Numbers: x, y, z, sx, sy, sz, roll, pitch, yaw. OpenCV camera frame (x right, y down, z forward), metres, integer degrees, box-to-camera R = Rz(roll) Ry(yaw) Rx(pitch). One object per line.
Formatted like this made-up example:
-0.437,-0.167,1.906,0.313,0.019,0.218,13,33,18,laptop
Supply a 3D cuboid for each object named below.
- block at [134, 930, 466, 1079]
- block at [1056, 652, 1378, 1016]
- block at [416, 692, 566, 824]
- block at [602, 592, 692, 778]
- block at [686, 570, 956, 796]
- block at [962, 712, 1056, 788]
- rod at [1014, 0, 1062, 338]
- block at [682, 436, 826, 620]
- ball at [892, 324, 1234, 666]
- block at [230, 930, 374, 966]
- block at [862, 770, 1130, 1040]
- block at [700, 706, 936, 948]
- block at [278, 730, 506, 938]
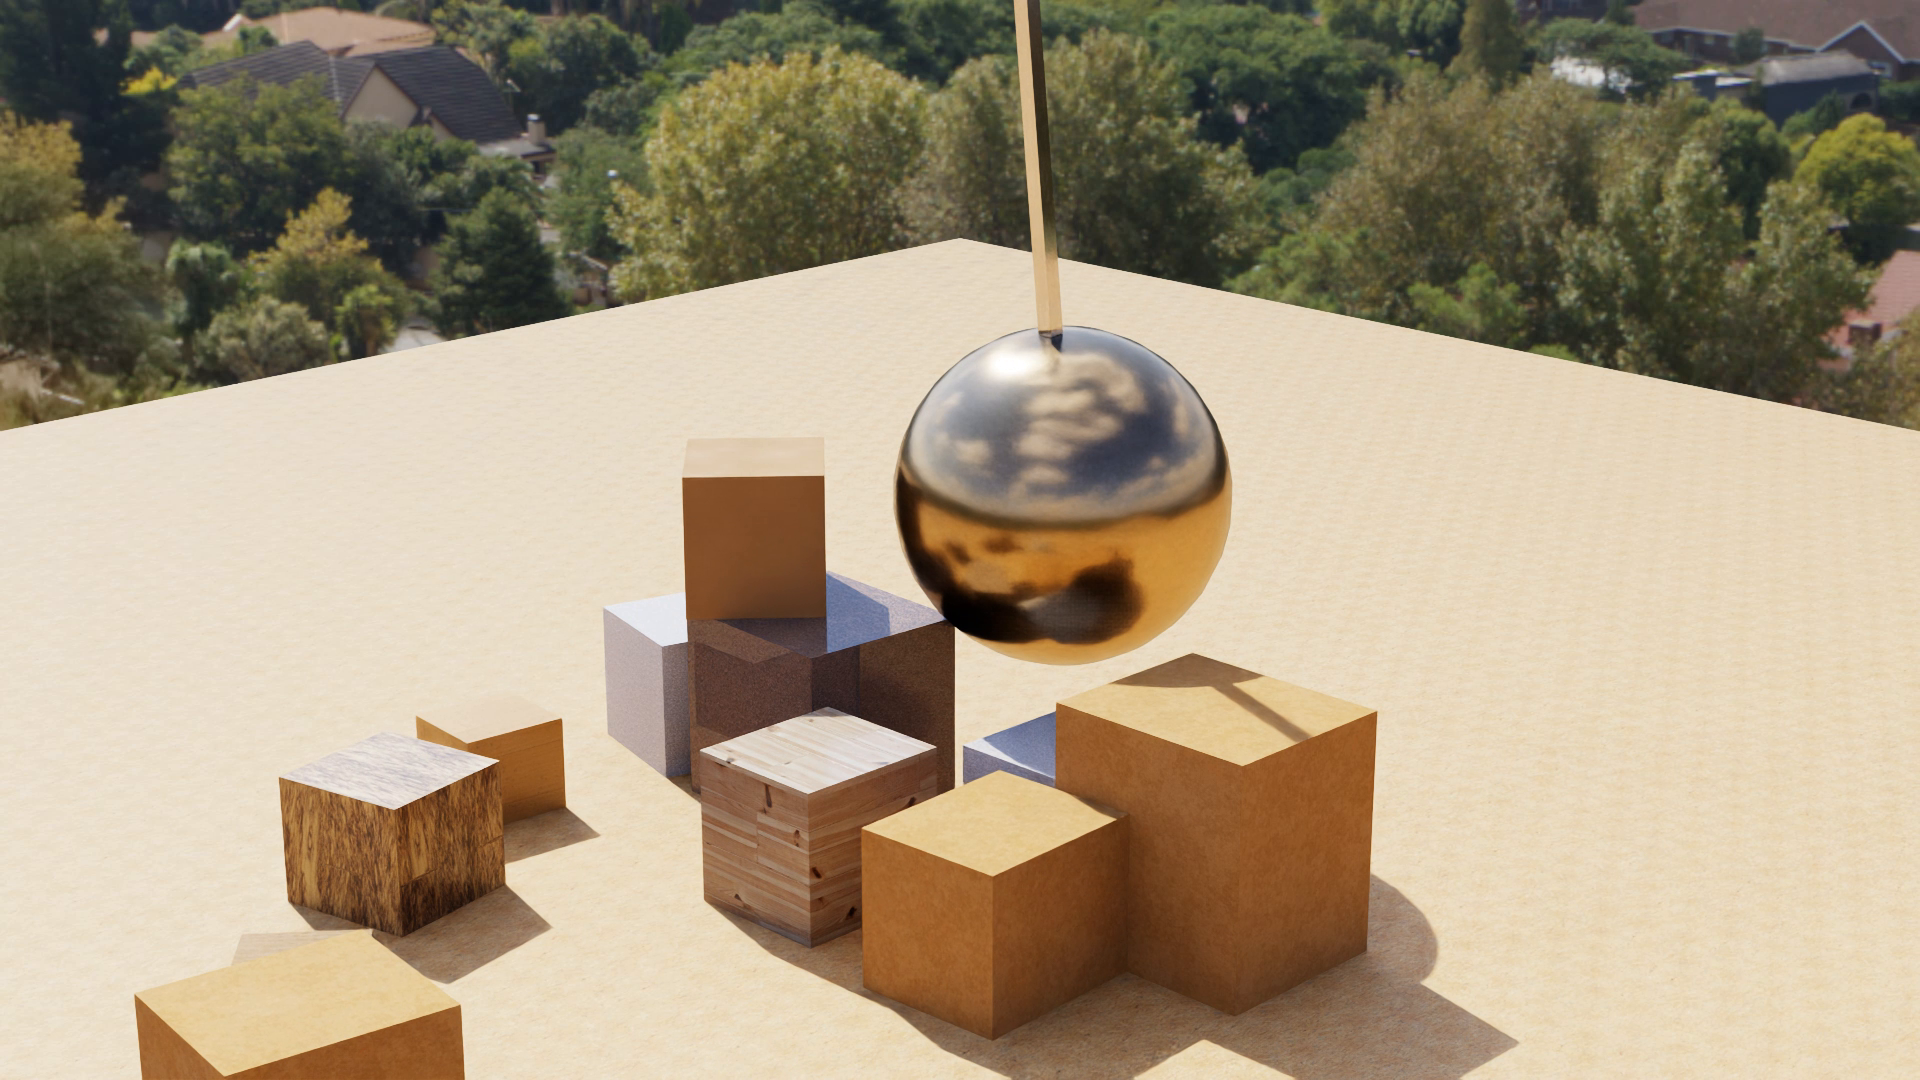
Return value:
-2.346,2.025,10.499,0.885,0.842,0.781,-13,21,-35,block
1.084,1.233,12.569,0.886,1.110,1.026,-17,24,-42,block
-2.266,1.069,14.174,0.525,0.461,0.482,-14,22,-38,block
-1.292,0.700,14.961,0.813,0.694,0.706,-10,20,-29,block
-0.671,0.800,14.216,0.882,0.949,0.958,-15,23,-39,block
0.486,1.248,13.223,0.661,0.689,0.678,-17,24,-42,block
0.209,-3.349,12.508,0.080,5.200,0.080,17,30,42,rod
-0.988,-0.065,14.210,0.669,0.705,0.683,-1,17,-3,block
0.482,-0.209,13.781,1.600,1.600,1.600,0,17,0,ball
-2.554,1.902,11.377,0.511,0.549,0.622,-1,18,-4,block
0.151,1.515,12.313,0.727,0.726,0.864,15,23,40,block
-0.628,1.269,13.099,0.770,0.724,0.715,-17,24,-42,block
-2.544,1.308,13.176,0.695,0.603,0.678,11,21,31,block
